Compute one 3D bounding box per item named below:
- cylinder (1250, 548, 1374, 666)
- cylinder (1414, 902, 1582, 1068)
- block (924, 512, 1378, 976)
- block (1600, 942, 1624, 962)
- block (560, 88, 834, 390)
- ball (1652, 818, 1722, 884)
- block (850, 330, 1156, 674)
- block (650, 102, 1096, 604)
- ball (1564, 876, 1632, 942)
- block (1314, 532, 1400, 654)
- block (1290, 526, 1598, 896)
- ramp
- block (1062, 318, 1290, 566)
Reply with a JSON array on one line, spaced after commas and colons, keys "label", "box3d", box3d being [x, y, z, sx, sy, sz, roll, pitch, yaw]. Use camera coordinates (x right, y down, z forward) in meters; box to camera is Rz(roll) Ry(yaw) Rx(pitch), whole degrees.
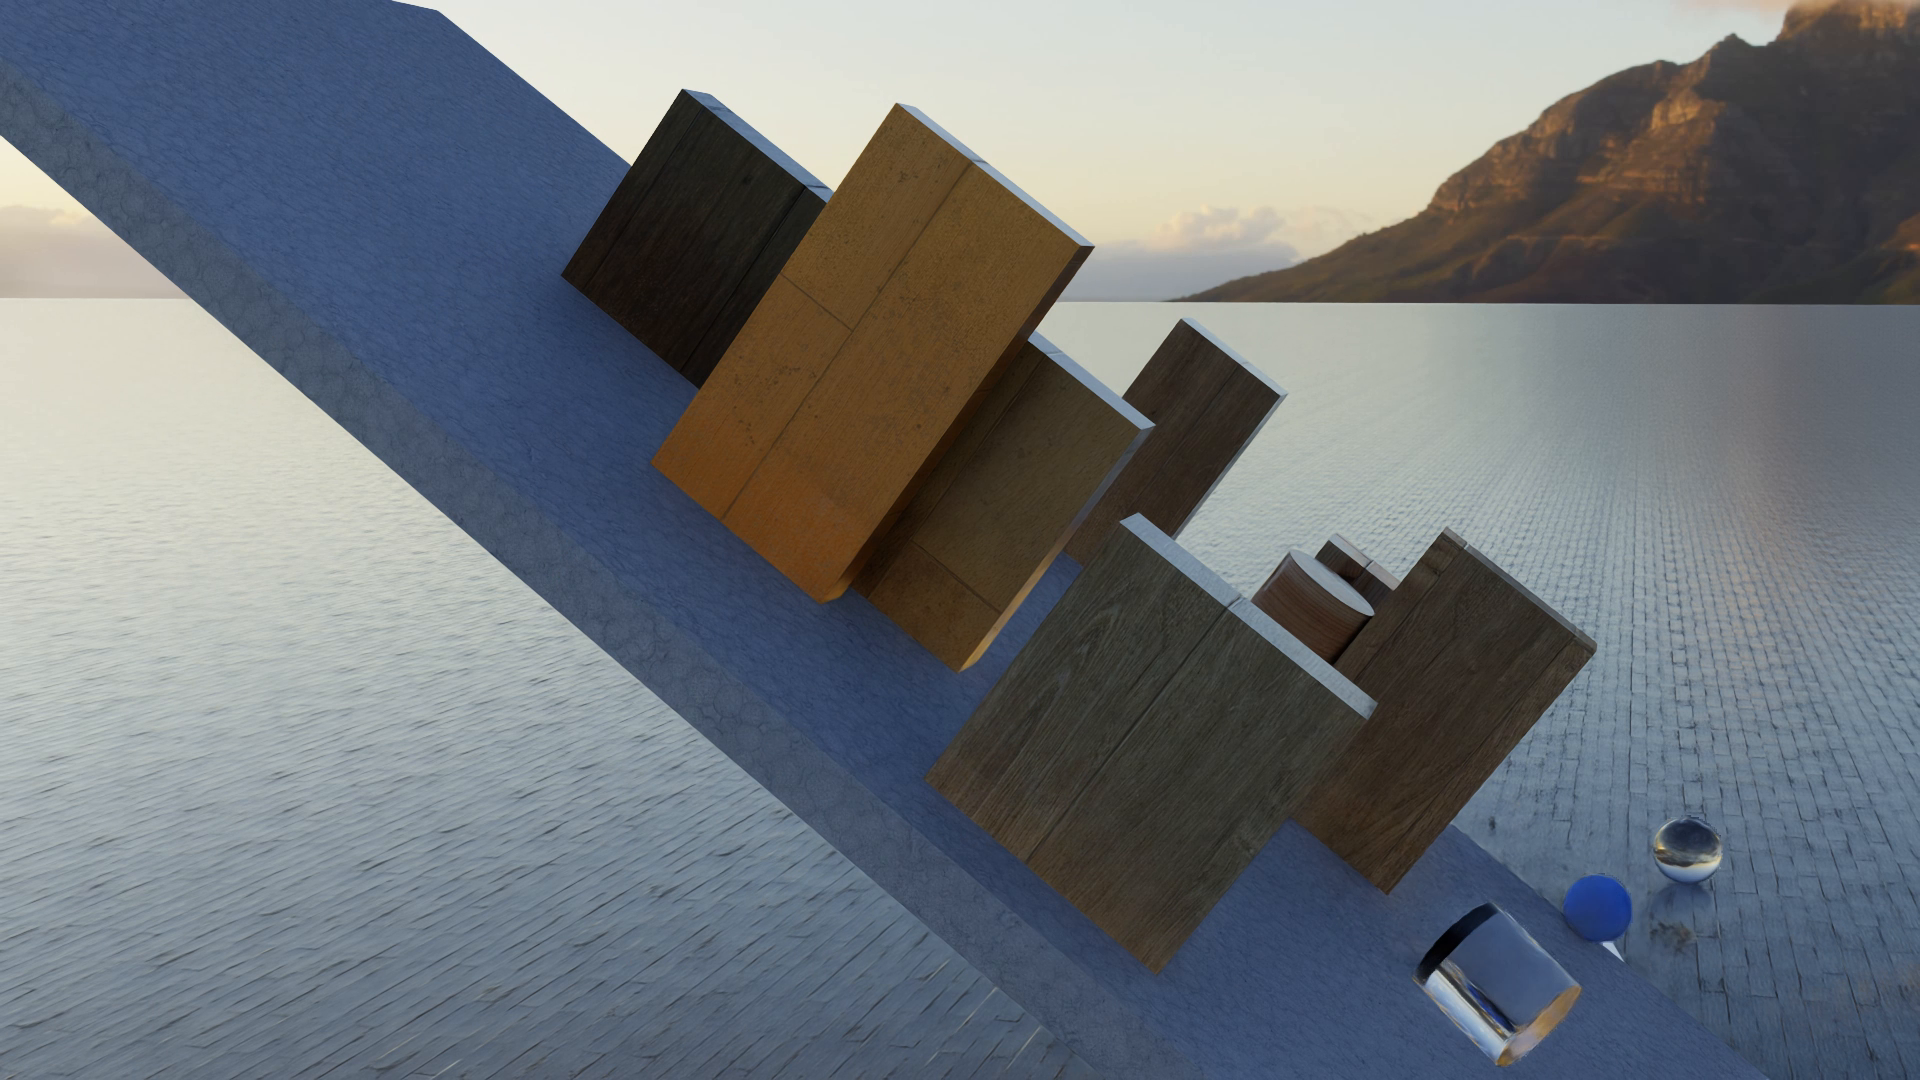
[{"label": "cylinder", "box3d": [0.642, 0.155, 4.153, 0.197, 0.197, 0.197, 33, 16, -11]}, {"label": "cylinder", "box3d": [0.913, 0.754, 3.736, 0.196, 0.196, 0.196, -7, 44, -46]}, {"label": "block", "box3d": [0.271, 0.291, 3.172, 0.439, 0.484, 0.127, 39, 16, 9]}, {"label": "block", "box3d": [1.497, 1.104, 5.356, 0.205, 0.205, 0.205, 1, 7, 7]}, {"label": "block", "box3d": [-0.452, -0.541, 4.128, 0.424, 0.427, 0.131, 39, 16, 9]}, {"label": "ball", "box3d": [2.211, 0.946, 6.688, 0.200, 0.200, 0.200, 0, 7, 0]}, {"label": "block", "box3d": [0.010, -0.105, 3.690, 0.390, 0.518, 0.114, 39, 16, 9]}, {"label": "block", "box3d": [-0.148, -0.294, 3.531, 0.371, 0.715, 0.098, 39, 16, 9]}, {"label": "ball", "box3d": [1.361, 0.787, 4.694, 0.141, 0.141, 0.141, 0, 7, 0]}, {"label": "block", "box3d": [0.779, 0.280, 4.402, 0.407, 0.418, 0.136, 39, 16, 9]}, {"label": "block", "box3d": [0.853, 0.320, 4.107, 0.346, 0.601, 0.094, 39, 16, 9]}, {"label": "ramp", "box3d": [-0.055, 0.115, 4.065, 4.000, 0.100, 2.000, 39, 16, 9]}, {"label": "block", "box3d": [0.423, -0.175, 4.707, 0.265, 0.550, 0.116, 39, 16, 9]}]
